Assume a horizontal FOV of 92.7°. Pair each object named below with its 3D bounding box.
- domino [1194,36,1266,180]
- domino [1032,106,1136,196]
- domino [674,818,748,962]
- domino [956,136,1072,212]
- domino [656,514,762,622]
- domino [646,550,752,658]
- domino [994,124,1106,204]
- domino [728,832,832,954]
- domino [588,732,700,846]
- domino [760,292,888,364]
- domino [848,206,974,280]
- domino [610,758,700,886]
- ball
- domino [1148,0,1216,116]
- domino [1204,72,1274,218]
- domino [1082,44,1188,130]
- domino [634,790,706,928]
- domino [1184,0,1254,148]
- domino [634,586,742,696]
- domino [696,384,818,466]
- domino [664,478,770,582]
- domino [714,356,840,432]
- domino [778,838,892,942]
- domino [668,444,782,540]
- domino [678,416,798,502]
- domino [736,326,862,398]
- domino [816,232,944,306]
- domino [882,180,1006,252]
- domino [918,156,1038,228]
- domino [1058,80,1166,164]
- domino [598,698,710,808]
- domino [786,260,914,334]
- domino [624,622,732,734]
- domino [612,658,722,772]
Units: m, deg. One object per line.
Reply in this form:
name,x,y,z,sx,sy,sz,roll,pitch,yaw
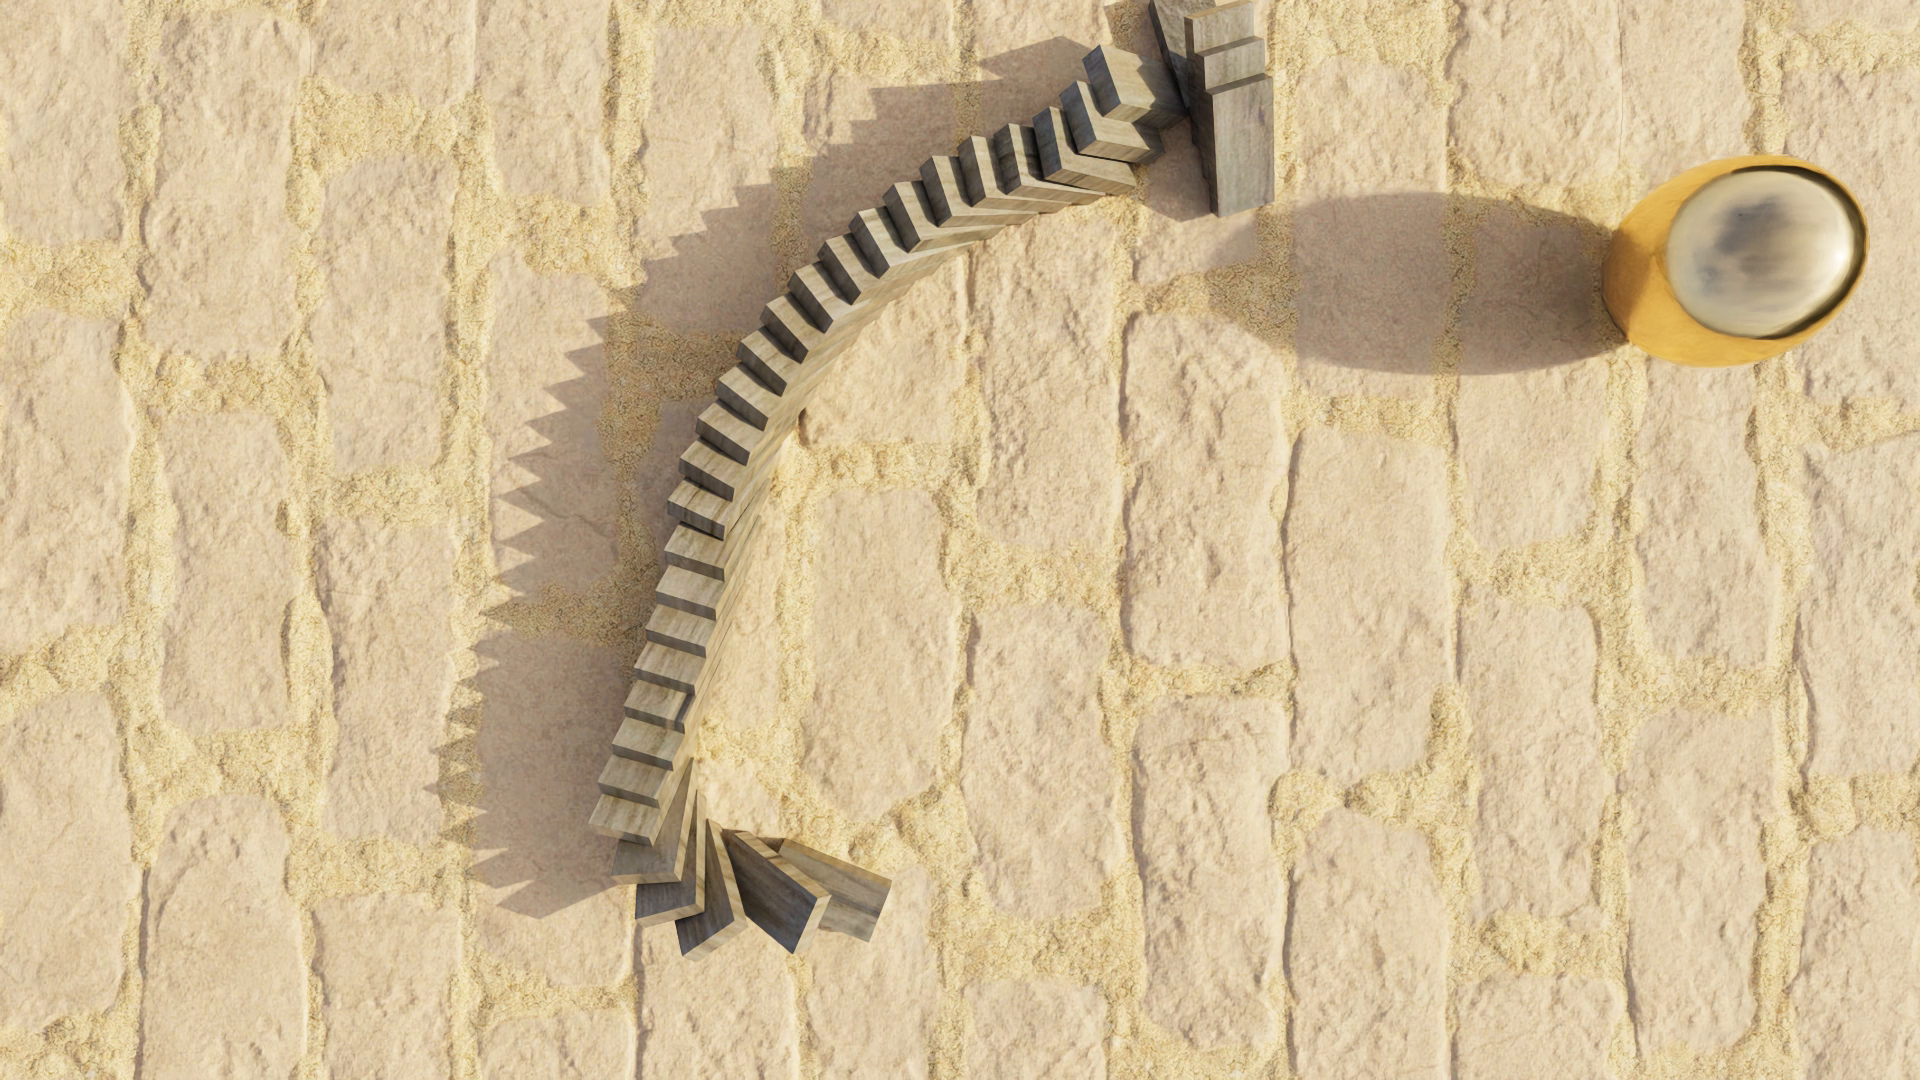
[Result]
domino,0.113,-0.178,0.381,0.025,0.010,0.050,-17,128,0
domino,0.052,-0.160,0.379,0.050,0.009,0.025,-10,88,-43
domino,-0.107,0.144,0.379,0.025,0.009,0.050,-34,46,0
domino,0.023,-0.151,0.381,0.050,0.009,0.025,-14,90,-39
domino,-0.103,0.008,0.381,0.025,0.010,0.050,17,52,0
domino,-0.108,0.023,0.381,0.025,0.009,0.050,17,52,0
domino,0.038,-0.155,0.380,0.050,0.009,0.025,-12,89,-39
domino,-0.080,0.147,0.383,0.050,0.009,0.025,25,91,29
domino,-0.130,0.099,0.380,0.025,0.010,0.050,12,50,3
domino,-0.056,-0.095,0.381,0.025,0.010,0.050,47,52,0
domino,-0.019,-0.127,0.381,0.050,0.010,0.025,-30,90,-38
domino,-0.125,0.116,0.380,0.025,0.010,0.050,-4,48,1
ball,0.301,-0.108,0.360,0.080,0.080,0.080,0,90,0
domino,0.101,-0.212,0.395,0.025,0.010,0.050,-17,90,0
domino,0.116,-0.163,0.381,0.025,0.009,0.050,-17,128,0
domino,0.073,-0.186,0.379,0.050,0.010,0.025,-17,87,-44
domino,-0.119,0.131,0.379,0.025,0.010,0.050,-15,47,1
domino,0.109,-0.193,0.381,0.025,0.009,0.050,-17,128,0
domino,-0.112,0.038,0.381,0.025,0.009,0.050,17,51,0
domino,-0.084,-0.055,0.381,0.025,0.010,0.050,34,51,0
domino,-0.100,-0.009,0.381,0.025,0.010,0.050,18,53,0
domino,-0.075,-0.069,0.381,0.025,0.010,0.050,38,51,0
domino,-0.057,0.151,0.395,0.050,0.010,0.025,22,90,0
domino,-0.097,-0.026,0.381,0.025,0.010,0.050,25,51,0
domino,-0.091,-0.041,0.381,0.025,0.009,0.050,30,51,1
domino,-0.066,-0.082,0.381,0.025,0.010,0.050,42,51,0
domino,-0.032,-0.117,0.381,0.050,0.010,0.025,-34,90,-38
domino,-0.006,-0.136,0.381,0.050,0.010,0.025,-25,90,-39
domino,0.009,-0.145,0.381,0.050,0.009,0.025,-19,90,-39
domino,0.064,-0.172,0.379,0.050,0.010,0.025,-15,86,-44
domino,-0.126,0.083,0.380,0.025,0.010,0.050,16,50,2
domino,-0.044,-0.107,0.381,0.025,0.010,0.050,52,52,0
domino,-0.116,0.053,0.381,0.025,0.010,0.050,16,51,0
domino,-0.120,0.068,0.380,0.025,0.010,0.050,17,50,0
